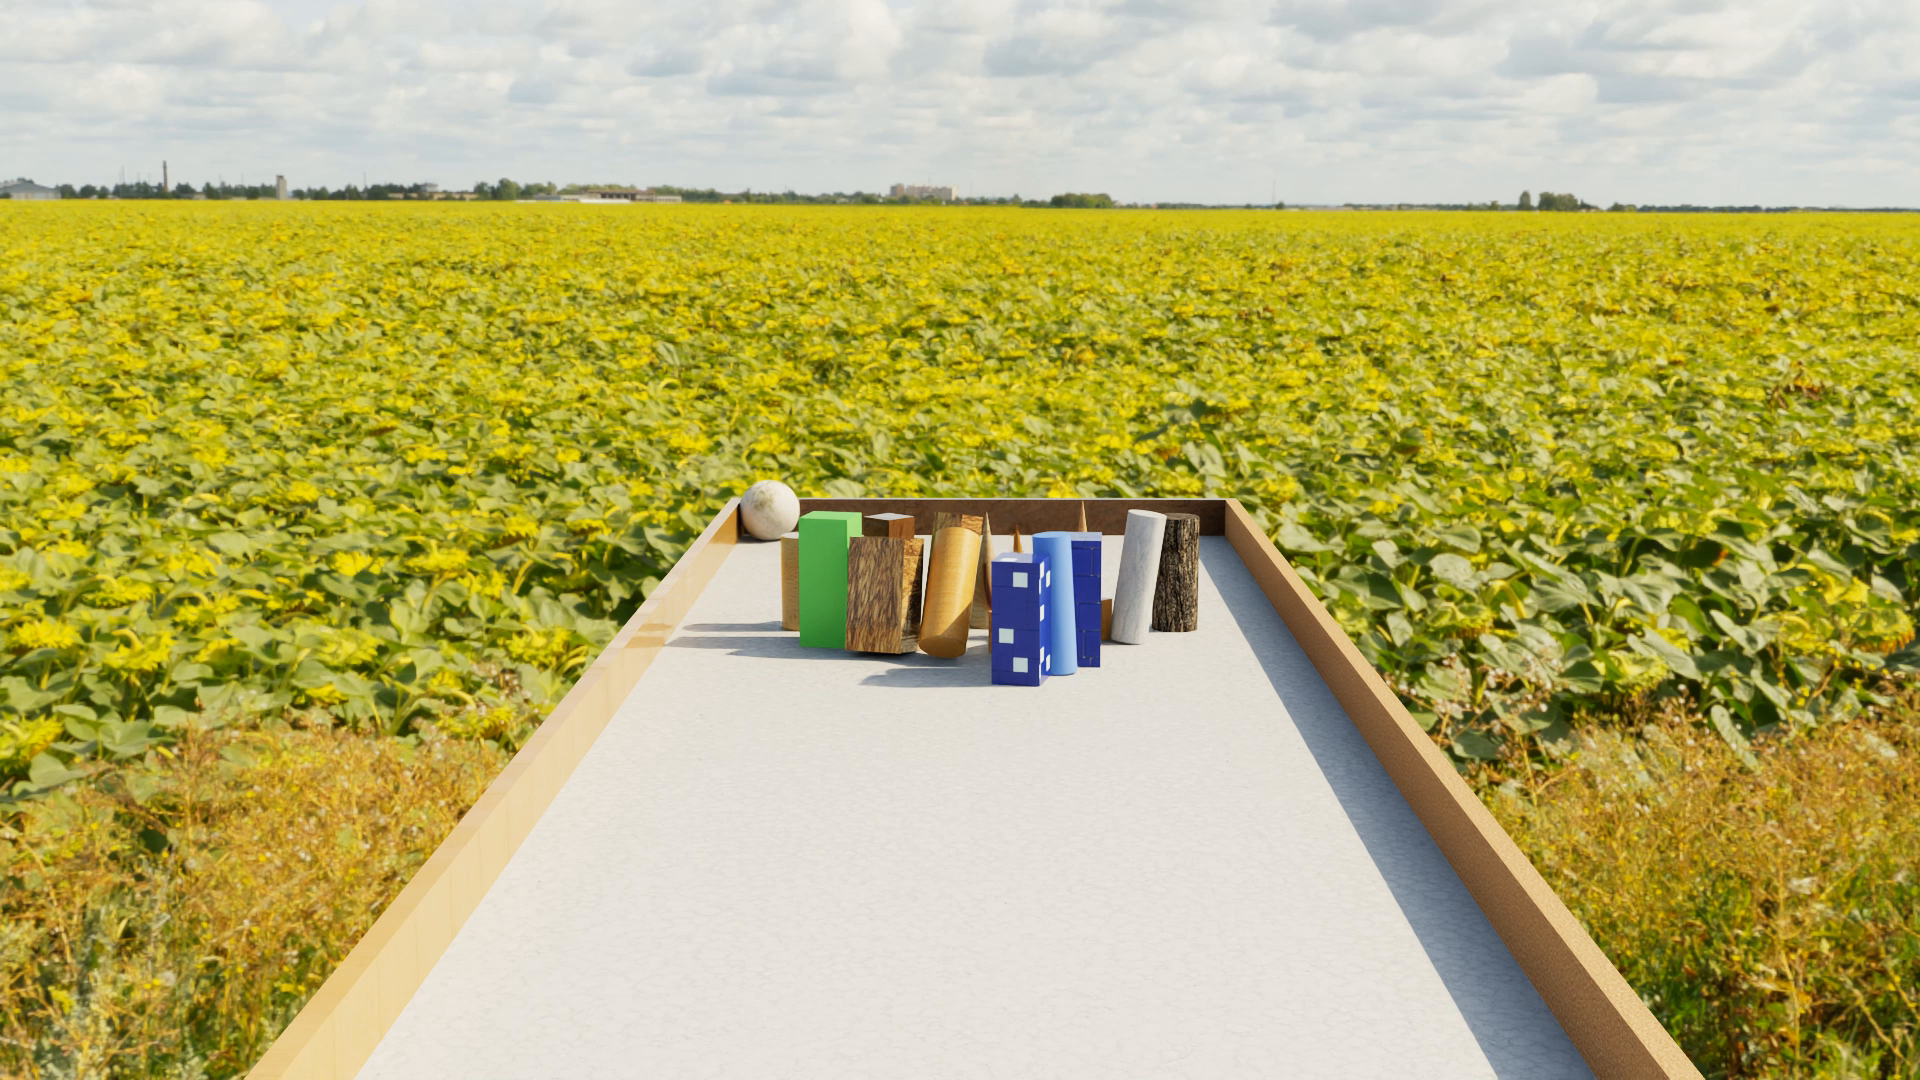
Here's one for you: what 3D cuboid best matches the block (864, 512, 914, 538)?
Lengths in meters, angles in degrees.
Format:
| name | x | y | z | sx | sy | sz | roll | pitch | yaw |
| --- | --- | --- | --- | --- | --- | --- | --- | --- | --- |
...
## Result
| name | x | y | z | sx | sy | sz | roll | pitch | yaw |
| --- | --- | --- | --- | --- | --- | --- | --- | --- | --- |
| block | -0.232 | 0.102 | 7.204 | 0.117 | 0.363 | 0.117 | 8 | 12 | 43 |

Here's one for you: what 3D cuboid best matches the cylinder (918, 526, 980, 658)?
| name | x | y | z | sx | sy | sz | roll | pitch | yaw |
| --- | --- | --- | --- | --- | --- | --- | --- | --- | --- |
| cylinder | -0.030 | 0.160 | 6.756 | 0.144 | 0.378 | 0.144 | 6 | -27 | 3 |

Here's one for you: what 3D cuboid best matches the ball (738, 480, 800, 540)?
| name | x | y | z | sx | sy | sz | roll | pitch | yaw |
| --- | --- | --- | --- | --- | --- | --- | --- | --- | --- |
| ball | -0.779 | -0.123 | 8.990 | 0.249 | 0.249 | 0.249 | 0 | 9 | 0 |

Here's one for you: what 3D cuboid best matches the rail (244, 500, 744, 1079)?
| name | x | y | z | sx | sy | sz | roll | pitch | yaw |
| --- | --- | --- | --- | --- | --- | --- | --- | --- | --- |
| rail | -1.004 | 0.839 | 3.234 | 0.050 | 0.150 | 12.000 | 0 | 9 | 1 |

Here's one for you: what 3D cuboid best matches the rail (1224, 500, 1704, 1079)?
| name | x | y | z | sx | sy | sz | roll | pitch | yaw |
| --- | --- | --- | --- | --- | --- | --- | --- | --- | --- |
| rail | 1.046 | 0.843 | 3.208 | 0.050 | 0.150 | 12.000 | 0 | 9 | 1 |

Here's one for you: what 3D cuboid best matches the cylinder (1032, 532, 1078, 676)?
| name | x | y | z | sx | sy | sz | roll | pitch | yaw |
| --- | --- | --- | --- | --- | --- | --- | --- | --- | --- |
| cylinder | 0.280 | 0.187 | 6.502 | 0.114 | 0.410 | 0.114 | -3 | 8 | 0 |

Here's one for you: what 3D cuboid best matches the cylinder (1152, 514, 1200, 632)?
| name | x | y | z | sx | sy | sz | roll | pitch | yaw |
| --- | --- | --- | --- | --- | --- | --- | --- | --- | --- |
| cylinder | 0.702 | 0.106 | 7.162 | 0.149 | 0.369 | 0.149 | 0 | 9 | 0 |

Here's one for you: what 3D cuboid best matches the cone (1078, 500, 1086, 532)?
| name | x | y | z | sx | sy | sz | roll | pitch | yaw |
| --- | --- | --- | --- | --- | --- | --- | --- | --- | --- |
| cone | 0.401 | 0.072 | 7.212 | 0.116 | 0.420 | 0.116 | 0 | 9 | 0 |

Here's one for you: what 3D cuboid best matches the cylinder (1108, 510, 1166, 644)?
| name | x | y | z | sx | sy | sz | roll | pitch | yaw |
| --- | --- | --- | --- | --- | --- | --- | --- | --- | --- |
| cylinder | 0.560 | 0.116 | 6.939 | 0.122 | 0.407 | 0.122 | 8 | 10 | -1 |

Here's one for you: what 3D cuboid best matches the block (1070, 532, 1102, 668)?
| name | x | y | z | sx | sy | sz | roll | pitch | yaw |
| --- | --- | --- | --- | --- | --- | --- | --- | --- | --- |
| block | 0.342 | 0.178 | 6.655 | 0.171 | 0.385 | 0.171 | 1 | 9 | 4 |

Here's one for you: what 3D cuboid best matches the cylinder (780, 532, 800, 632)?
| name | x | y | z | sx | sy | sz | roll | pitch | yaw |
| --- | --- | --- | --- | --- | --- | --- | --- | --- | --- |
| cylinder | -0.513 | 0.135 | 7.178 | 0.141 | 0.306 | 0.141 | 0 | 9 | 0 |

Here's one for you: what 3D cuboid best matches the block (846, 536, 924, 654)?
| name | x | y | z | sx | sy | sz | roll | pitch | yaw |
| --- | --- | --- | --- | --- | --- | --- | --- | --- | --- |
| block | -0.231 | 0.166 | 6.783 | 0.179 | 0.347 | 0.179 | 3 | 2 | 18 |

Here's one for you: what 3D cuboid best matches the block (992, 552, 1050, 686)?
| name | x | y | z | sx | sy | sz | roll | pitch | yaw |
| --- | --- | --- | --- | --- | --- | --- | --- | --- | --- |
| block | 0.177 | 0.230 | 6.389 | 0.142 | 0.363 | 0.142 | 2 | 11 | 14 |

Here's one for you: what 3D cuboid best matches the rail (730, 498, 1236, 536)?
| name | x | y | z | sx | sy | sz | roll | pitch | yaw |
| --- | --- | --- | --- | --- | --- | --- | --- | --- | --- |
| rail | 0.099 | -0.098 | 9.147 | 2.100 | 0.150 | 0.050 | 0 | 9 | 1 |

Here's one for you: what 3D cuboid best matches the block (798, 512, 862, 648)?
| name | x | y | z | sx | sy | sz | roll | pitch | yaw |
| --- | --- | --- | --- | --- | --- | --- | --- | --- | --- |
| block | -0.407 | 0.124 | 6.929 | 0.158 | 0.407 | 0.158 | 2 | 9 | 14 |

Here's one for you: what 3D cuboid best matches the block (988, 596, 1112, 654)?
| name | x | y | z | sx | sy | sz | roll | pitch | yaw |
| --- | --- | --- | --- | --- | --- | --- | --- | --- | --- |
| block | 0.286 | 0.267 | 6.906 | 0.130 | 0.130 | 0.432 | 9 | 13 | 44 |

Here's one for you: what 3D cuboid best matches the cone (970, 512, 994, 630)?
| name | x | y | z | sx | sy | sz | roll | pitch | yaw |
| --- | --- | --- | --- | --- | --- | --- | --- | --- | --- |
| cone | 0.087 | 0.093 | 7.200 | 0.133 | 0.383 | 0.133 | 0 | 9 | 0 |

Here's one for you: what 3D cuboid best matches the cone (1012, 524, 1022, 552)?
| name | x | y | z | sx | sy | sz | roll | pitch | yaw |
| --- | --- | --- | --- | --- | --- | --- | --- | --- | --- |
| cone | 0.187 | 0.124 | 7.000 | 0.124 | 0.378 | 0.124 | -3 | 8 | 0 |

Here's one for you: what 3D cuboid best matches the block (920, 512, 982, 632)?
| name | x | y | z | sx | sy | sz | roll | pitch | yaw |
| --- | --- | --- | --- | --- | --- | --- | --- | --- | --- |
| block | -0.027 | 0.115 | 6.982 | 0.110 | 0.394 | 0.110 | 7 | -1 | 36 |
